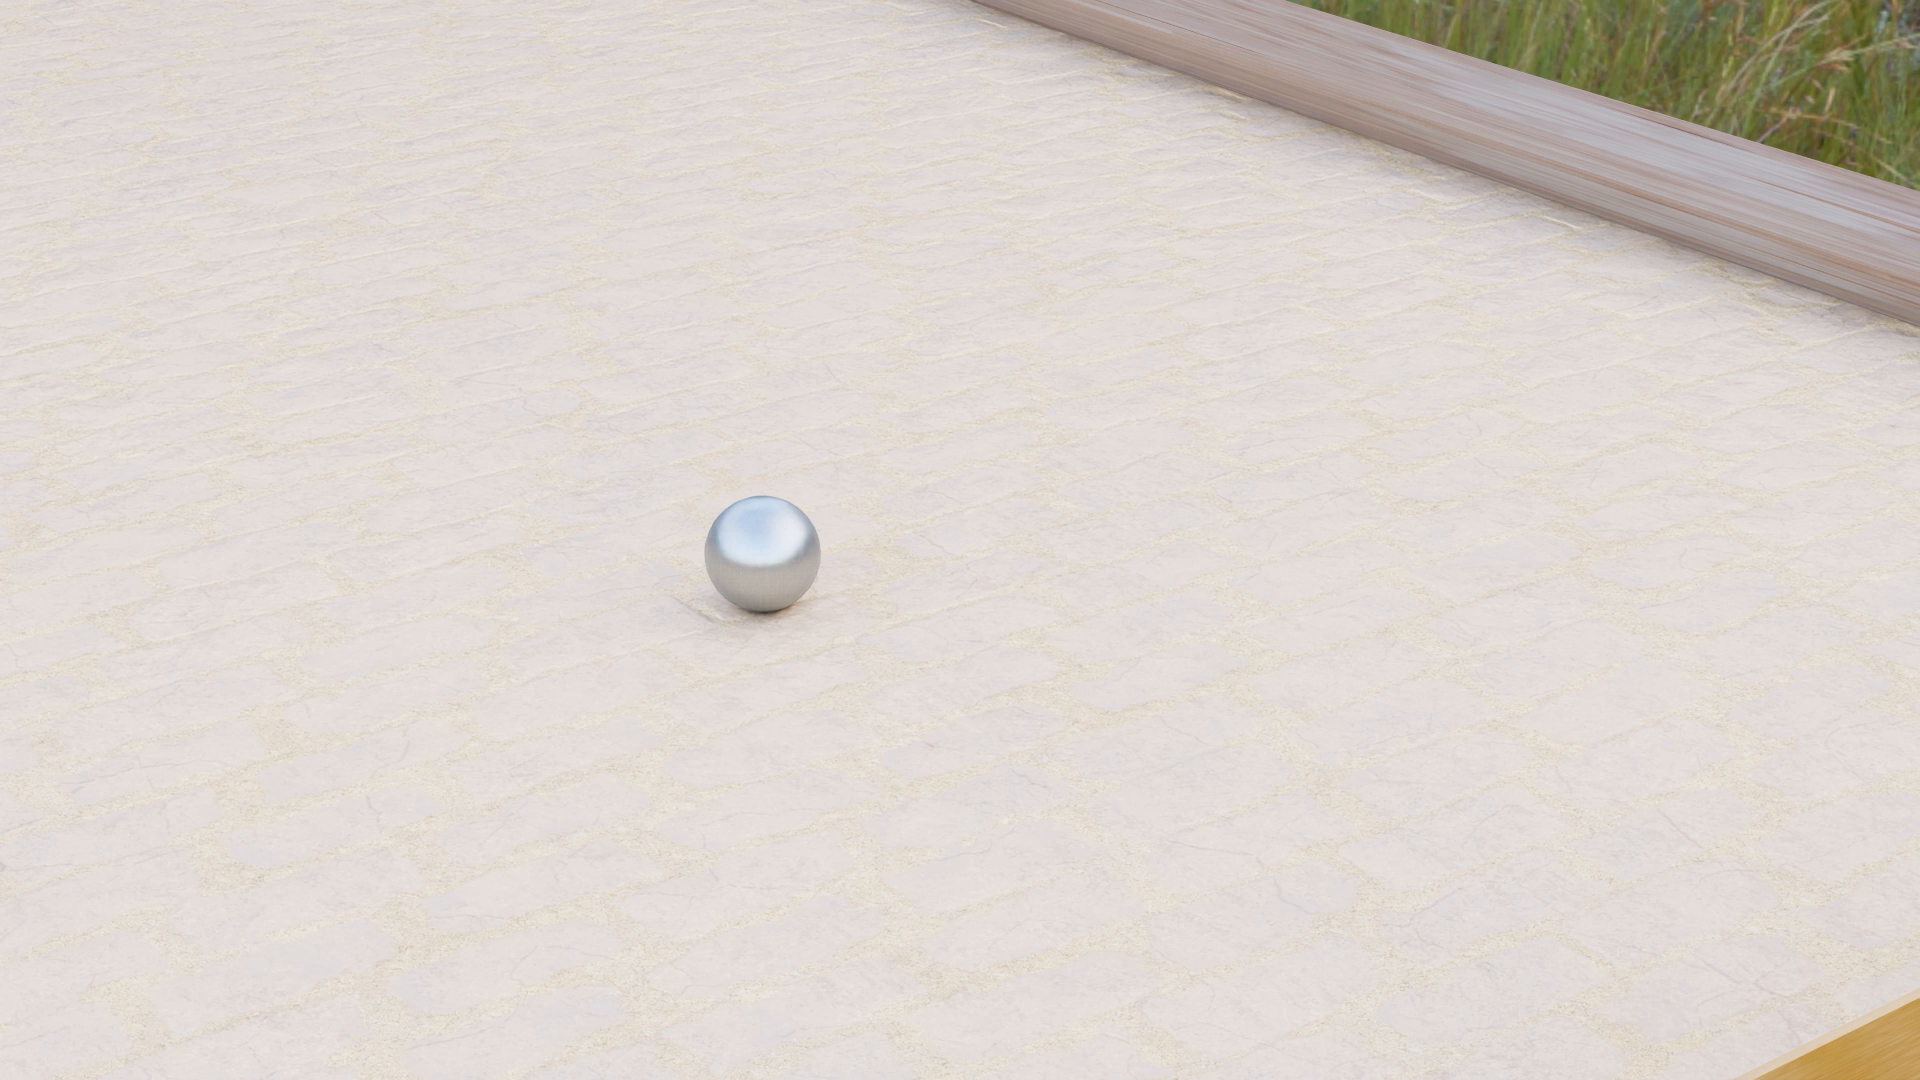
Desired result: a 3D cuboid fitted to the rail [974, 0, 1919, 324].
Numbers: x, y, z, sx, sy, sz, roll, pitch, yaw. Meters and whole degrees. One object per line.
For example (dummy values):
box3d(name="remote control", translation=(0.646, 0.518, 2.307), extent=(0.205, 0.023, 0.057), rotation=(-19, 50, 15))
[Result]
box3d(name="rail", translation=(0.331, -0.569, 3.411), extent=(0.045, 0.124, 3.581), rotation=(-16, 29, -32))

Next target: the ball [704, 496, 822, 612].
box3d(name="ball", translation=(-0.146, 0.010, 2.172), extent=(0.086, 0.086, 0.086), rotation=(0, 24, 0))

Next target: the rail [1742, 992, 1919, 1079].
box3d(name="rail", translation=(0.502, 0.269, 1.549), extent=(2.121, 0.124, 0.045), rotation=(-16, 29, -32))
